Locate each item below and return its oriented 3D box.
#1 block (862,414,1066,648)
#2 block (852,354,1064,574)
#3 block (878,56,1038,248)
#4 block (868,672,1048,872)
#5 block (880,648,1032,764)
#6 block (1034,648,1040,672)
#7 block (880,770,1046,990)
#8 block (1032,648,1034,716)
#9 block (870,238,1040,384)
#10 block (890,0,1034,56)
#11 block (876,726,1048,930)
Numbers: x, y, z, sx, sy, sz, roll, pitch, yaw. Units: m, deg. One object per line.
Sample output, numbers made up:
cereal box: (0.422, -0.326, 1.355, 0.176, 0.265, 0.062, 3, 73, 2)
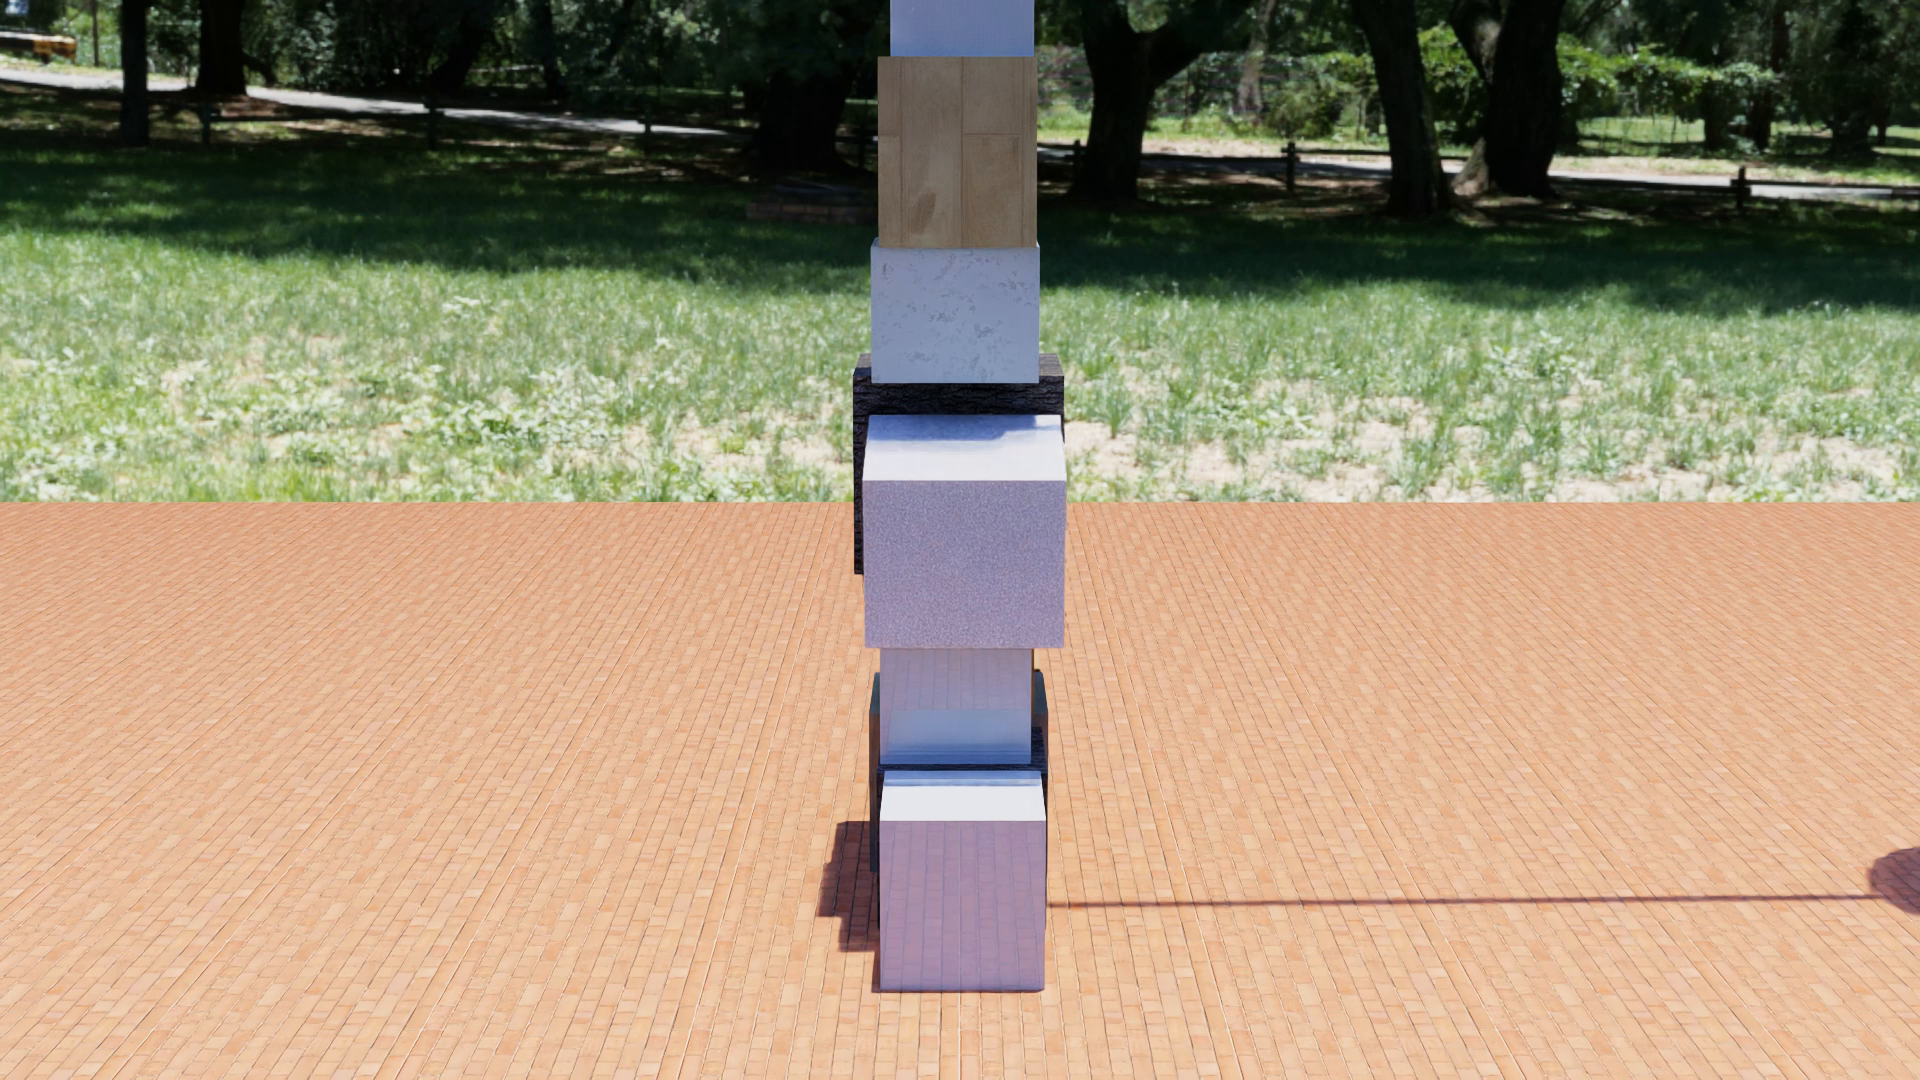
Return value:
block: (0.018, -0.047, 10.644, 0.807, 0.729, 0.793, 0, 22, 0)
block: (-0.007, -0.357, 11.524, 0.908, 0.869, 0.904, 0, 10, 0)
block: (-0.010, -1.654, 10.880, 0.654, 0.776, 0.671, 0, 10, 0)
block: (-0.006, 1.051, 11.762, 0.793, 0.725, 0.800, 0, 10, 0)
block: (-0.018, 0.598, 10.923, 0.627, 0.575, 0.574, 0, 11, 0)
block: (0.008, 0.908, 12.519, 0.743, 0.734, 0.721, 0, 10, 0)
block: (0.011, 1.347, 10.247, 0.638, 0.683, 0.711, 0, 10, 0)
block: (0.009, 0.400, 11.550, 0.632, 0.631, 0.707, 0, 10, 0)
block: (-0.020, -0.992, 11.000, 0.701, 0.568, 0.625, 0, 10, 0)
block: (0.010, -2.325, 10.758, 0.589, 0.588, 0.574, 0, 10, 0)
block: (0.008, 1.220, 10.986, 0.703, 0.668, 0.767, 0, 10, 0)
